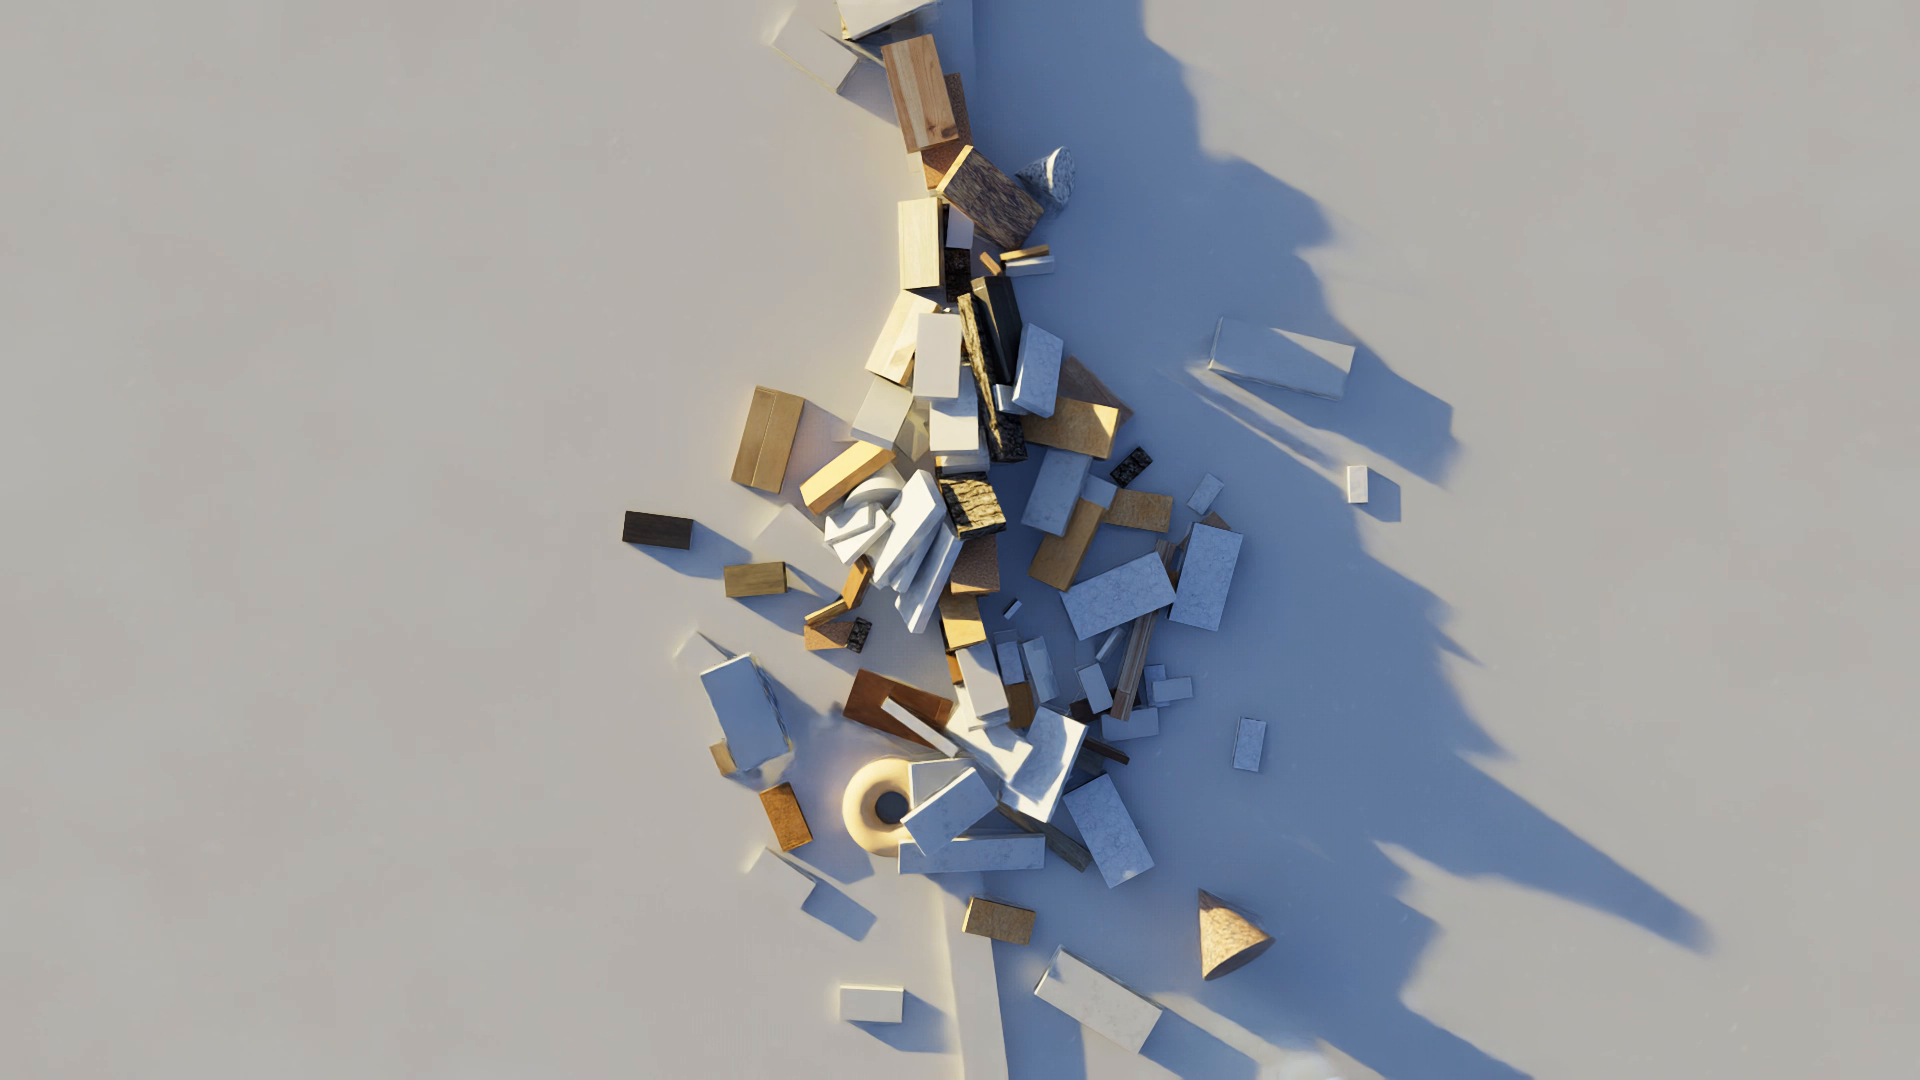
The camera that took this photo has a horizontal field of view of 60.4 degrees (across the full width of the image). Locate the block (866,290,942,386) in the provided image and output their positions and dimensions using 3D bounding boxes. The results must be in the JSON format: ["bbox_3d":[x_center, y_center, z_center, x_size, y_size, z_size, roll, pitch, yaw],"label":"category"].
[{"bbox_3d":[-0.188,-0.669,5.449,0.144,0.041,0.289,25,90,26],"label":"block"}]

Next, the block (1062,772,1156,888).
[{"bbox_3d":[0.491,0.960,5.460,0.170,0.048,0.339,-27,85,1],"label":"block"}]

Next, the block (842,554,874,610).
[{"bbox_3d":[-0.336,0.136,5.386,0.024,0.084,0.168,4,127,-32],"label":"block"}]

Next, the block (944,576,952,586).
[{"bbox_3d":[0.011,-0.002,5.408,0.155,0.044,0.311,-3,62,0],"label":"block"}]

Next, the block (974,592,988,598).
[{"bbox_3d":[0.024,0.073,5.443,0.119,0.034,0.239,-4,70,0],"label":"block"}]

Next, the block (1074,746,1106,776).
[{"bbox_3d":[0.404,0.723,5.469,0.144,0.020,0.072,22,90,0],"label":"block"}]

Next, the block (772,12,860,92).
[{"bbox_3d":[-0.481,-1.620,5.481,0.264,0.037,0.132,35,90,0],"label":"block"}]

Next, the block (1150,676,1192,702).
[{"bbox_3d":[0.703,0.496,5.474,0.135,0.019,0.068,-6,90,-14],"label":"block"}]

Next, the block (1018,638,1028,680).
[{"bbox_3d":[0.182,0.401,5.473,0.069,0.020,0.138,-11,75,0],"label":"block"}]

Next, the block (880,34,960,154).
[{"bbox_3d":[-0.129,-1.444,5.342,0.174,0.049,0.347,-14,90,0],"label":"block"}]

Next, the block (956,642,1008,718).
[{"bbox_3d":[0.071,0.451,5.344,0.112,0.032,0.223,-16,80,-6],"label":"block"}]

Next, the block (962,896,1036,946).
[{"bbox_3d":[0.131,1.261,5.452,0.226,0.032,0.113,16,84,-14],"label":"block"}]

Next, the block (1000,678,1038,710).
[{"bbox_3d":[0.151,0.511,5.485,0.212,0.030,0.106,-1,90,0],"label":"block"}]

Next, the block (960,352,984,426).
[{"bbox_3d":[-0.001,-0.517,5.419,0.153,0.043,0.307,-4,66,0],"label":"block"}]

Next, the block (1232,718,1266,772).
[{"bbox_3d":[0.962,0.680,5.488,0.083,0.024,0.167,10,90,0],"label":"block"}]

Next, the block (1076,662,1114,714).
[{"bbox_3d":[0.447,0.489,5.443,0.076,0.021,0.151,-22,93,-6],"label":"block"}]

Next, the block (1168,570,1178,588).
[{"bbox_3d":[0.677,0.129,5.491,0.122,0.017,0.061,8,90,0],"label":"block"}]

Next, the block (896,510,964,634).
[{"bbox_3d":[-0.100,0.104,5.345,0.043,0.152,0.386,5,123,-32],"label":"block"}]

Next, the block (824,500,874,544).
[{"bbox_3d":[-0.361,-0.057,5.369,0.180,0.026,0.090,-21,53,31],"label":"block"}]

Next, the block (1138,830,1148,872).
[{"bbox_3d":[0.577,1.040,5.490,0.070,0.020,0.140,-11,90,0],"label":"block"}]

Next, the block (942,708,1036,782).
[{"bbox_3d":[0.096,0.651,5.392,0.282,0.040,0.141,36,96,20],"label":"block"}]

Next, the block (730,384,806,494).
[{"bbox_3d":[-0.637,-0.334,5.477,0.164,0.047,0.329,15,90,0],"label":"block"}]

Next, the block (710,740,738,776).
[{"bbox_3d":[-0.788,0.727,5.492,0.054,0.015,0.108,-24,90,0],"label":"block"}]

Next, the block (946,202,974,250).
[{"bbox_3d":[0.004,-1.047,5.431,0.085,0.024,0.170,5,97,-1],"label":"block"}]

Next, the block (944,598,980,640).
[{"bbox_3d":[0.004,0.207,5.429,0.119,0.034,0.239,-3,66,0],"label":"block"}]

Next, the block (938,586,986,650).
[{"bbox_3d":[-0.002,0.229,5.349,0.119,0.034,0.239,-14,70,-4],"label":"block"}]

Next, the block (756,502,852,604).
[{"bbox_3d":[-0.498,0.046,5.476,0.332,0.047,0.166,41,90,0],"label":"block"}]

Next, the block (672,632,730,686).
[{"bbox_3d":[-0.822,0.428,5.483,0.242,0.034,0.121,40,90,0],"label":"block"}]

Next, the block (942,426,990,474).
[{"bbox_3d":[0.010,-0.356,5.396,0.153,0.043,0.307,-4,56,0],"label":"block"}]

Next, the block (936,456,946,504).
[{"bbox_3d":[0.003,-0.193,5.430,0.155,0.044,0.311,-3,72,0],"label":"block"}]

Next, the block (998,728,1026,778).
[{"bbox_3d":[0.139,0.721,5.485,0.212,0.030,0.106,-32,90,0],"label":"block"}]

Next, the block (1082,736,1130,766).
[{"bbox_3d":[0.462,0.687,5.441,0.189,0.094,0.027,23,91,-7],"label":"block"}]

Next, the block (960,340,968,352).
[{"bbox_3d":[-0.007,-0.676,5.455,0.066,0.019,0.131,-13,59,-6],"label":"block"}]

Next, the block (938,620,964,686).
[{"bbox_3d":[0.008,0.361,5.432,0.112,0.032,0.223,-11,63,-4],"label":"block"}]

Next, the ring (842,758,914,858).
[{"bbox_3d":[-0.226,0.885,5.447,0.325,0.108,0.325,0,89,-1],"label":"ring"}]

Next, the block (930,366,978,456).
[{"bbox_3d":[-0.020,-0.419,5.329,0.153,0.043,0.307,-2,67,1],"label":"block"}]

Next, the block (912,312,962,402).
[{"bbox_3d":[-0.072,-0.591,5.338,0.144,0.041,0.289,3,74,1],"label":"block"}]

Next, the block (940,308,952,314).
[{"bbox_3d":[-0.051,-0.696,5.446,0.066,0.019,0.131,-24,57,33],"label":"block"}]

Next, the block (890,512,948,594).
[{"bbox_3d":[-0.158,0.002,5.328,0.043,0.152,0.303,16,109,-37],"label":"block"}]

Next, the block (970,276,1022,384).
[{"bbox_3d":[0.145,-0.688,5.412,0.050,0.176,0.351,-15,90,32],"label":"block"}]

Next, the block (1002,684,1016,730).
[{"bbox_3d":[0.123,0.585,5.455,0.106,0.030,0.212,-8,90,0],"label":"block"}]

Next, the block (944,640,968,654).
[{"bbox_3d":[0.001,0.263,5.440,0.112,0.032,0.223,-4,66,0],"label":"block"}]

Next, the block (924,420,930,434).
[{"bbox_3d":[-0.050,-0.389,5.468,0.130,0.018,0.065,-28,59,-6],"label":"block"}]

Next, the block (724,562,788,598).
[{"bbox_3d":[-0.677,0.131,5.460,0.207,0.029,0.104,-5,90,14],"label":"block"}]

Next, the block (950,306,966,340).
[{"bbox_3d":[0.006,-0.720,5.458,0.066,0.019,0.131,-9,59,0],"label":"block"}]

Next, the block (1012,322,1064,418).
[{"bbox_3d":[0.254,-0.554,5.390,0.143,0.040,0.285,24,61,-28],"label":"block"}]

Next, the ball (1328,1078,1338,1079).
[{"bbox_3d":[1.226,1.882,5.382,0.236,0.236,0.236,0,90,0],"label":"ball"}]

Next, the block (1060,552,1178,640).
[{"bbox_3d":[0.523,0.185,5.434,0.348,0.049,0.174,-23,85,6],"label":"block"}]

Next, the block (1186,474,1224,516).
[{"bbox_3d":[0.816,-0.152,5.491,0.063,0.018,0.127,36,90,0],"label":"block"}]

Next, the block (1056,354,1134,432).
[{"bbox_3d":[0.427,-0.468,5.480,0.287,0.041,0.144,43,90,0],"label":"block"}]

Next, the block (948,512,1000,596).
[{"bbox_3d":[0.040,0.017,5.319,0.155,0.044,0.311,-4,75,0],"label":"block"}]

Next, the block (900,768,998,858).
[{"bbox_3d":[-0.034,0.887,5.364,0.290,0.041,0.145,-35,103,-11],"label":"block"}]

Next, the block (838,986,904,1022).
[{"bbox_3d":[-0.296,1.543,5.485,0.210,0.030,0.105,3,90,0],"label":"block"}]

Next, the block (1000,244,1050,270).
[{"bbox_3d":[0.215,-0.936,5.458,0.161,0.081,0.023,-13,76,0],"label":"block"}]

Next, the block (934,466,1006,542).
[{"bbox_3d":[0.032,-0.133,5.278,0.152,0.043,0.303,-13,48,-9],"label":"block"}]

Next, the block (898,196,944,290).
[{"bbox_3d":[-0.127,-0.977,5.448,0.144,0.041,0.289,-1,90,28],"label":"block"}]

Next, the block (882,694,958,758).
[{"bbox_3d":[-0.130,0.607,5.382,0.282,0.141,0.040,36,88,0],"label":"block"}]

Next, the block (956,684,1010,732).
[{"bbox_3d":[0.058,0.480,5.409,0.141,0.040,0.282,-14,61,-5],"label":"block"}]
